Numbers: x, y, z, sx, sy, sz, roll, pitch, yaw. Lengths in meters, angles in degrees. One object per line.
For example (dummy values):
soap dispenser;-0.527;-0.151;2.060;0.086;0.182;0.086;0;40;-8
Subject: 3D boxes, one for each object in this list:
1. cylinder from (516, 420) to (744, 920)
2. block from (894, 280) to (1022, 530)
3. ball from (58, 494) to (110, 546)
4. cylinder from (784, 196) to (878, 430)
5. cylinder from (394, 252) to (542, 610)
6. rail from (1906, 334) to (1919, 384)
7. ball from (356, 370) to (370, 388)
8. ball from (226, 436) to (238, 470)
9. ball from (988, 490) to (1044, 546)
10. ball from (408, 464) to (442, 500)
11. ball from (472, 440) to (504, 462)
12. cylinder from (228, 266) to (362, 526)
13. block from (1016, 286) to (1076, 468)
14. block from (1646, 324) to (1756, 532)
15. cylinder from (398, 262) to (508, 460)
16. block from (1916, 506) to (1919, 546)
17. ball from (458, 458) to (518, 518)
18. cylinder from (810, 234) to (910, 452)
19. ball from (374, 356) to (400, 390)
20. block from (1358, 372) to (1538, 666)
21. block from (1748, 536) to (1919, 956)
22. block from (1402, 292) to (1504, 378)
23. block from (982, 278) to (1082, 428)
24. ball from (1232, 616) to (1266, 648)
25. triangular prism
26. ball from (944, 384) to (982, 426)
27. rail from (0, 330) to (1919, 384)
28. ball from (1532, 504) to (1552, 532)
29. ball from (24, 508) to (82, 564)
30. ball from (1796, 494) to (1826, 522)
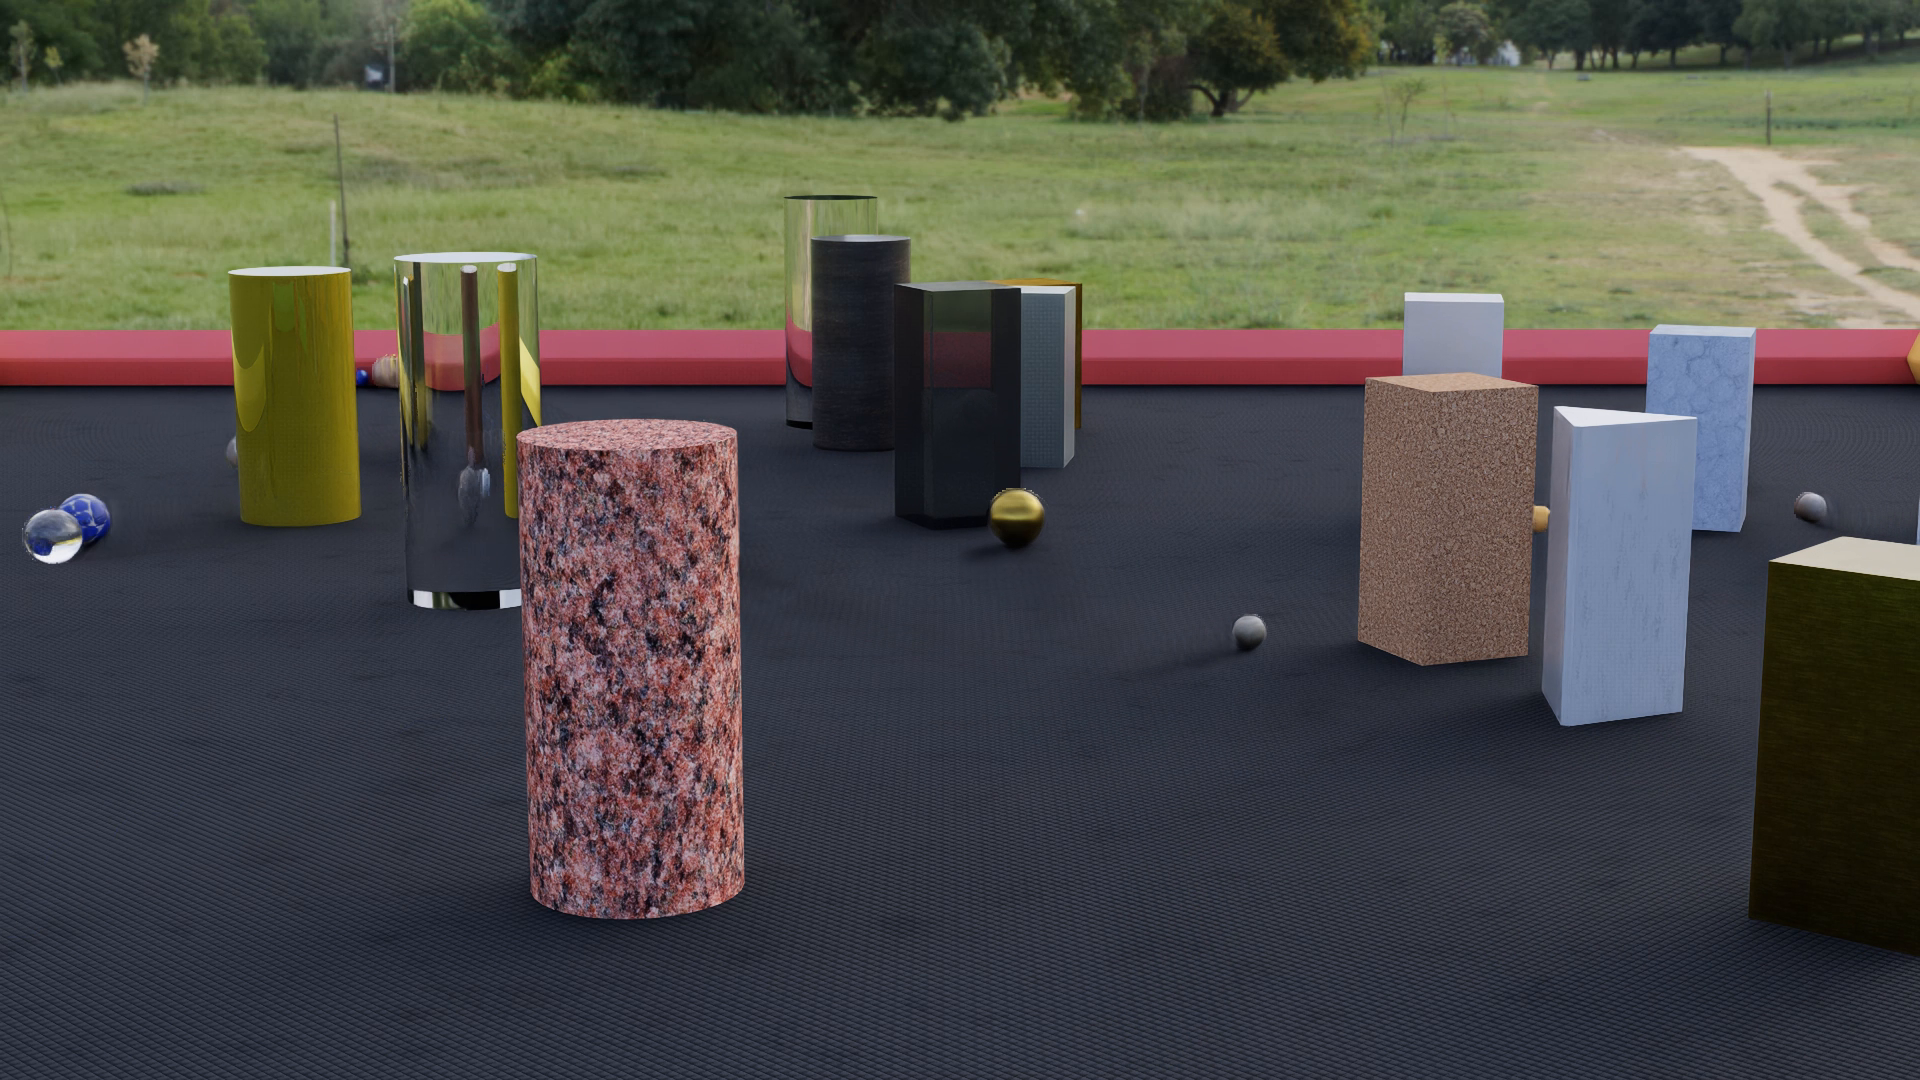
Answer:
cylinder;-0.289;0.109;2.266;0.191;0.408;0.191;0;11;0
block;-0.005;-0.218;4.109;0.153;0.377;0.153;-5;12;-24
ball;-1.337;-0.031;3.912;0.080;0.080;0.080;0;11;0
cylinder;-0.260;-0.463;5.200;0.191;0.459;0.191;0;11;0
cylinder;-0.667;-0.152;3.506;0.191;0.467;0.191;0;11;0
rail;2.189;0.030;3.462;0.045;0.124;4.918;0;11;0
ball;-1.361;-0.367;5.823;0.041;0.041;0.041;0;11;0
ball;-1.280;-0.156;4.607;0.072;0.072;0.072;0;11;0
ball;0.086;-0.034;3.912;0.086;0.086;0.086;0;11;0
ball;-0.904;-0.098;4.333;0.058;0.058;0.058;0;11;0
ball;-0.849;-0.152;4.618;0.060;0.060;0.060;0;11;0
cylinder;-1.071;-0.234;4.136;0.191;0.398;0.191;0;11;0
block;0.126;-0.303;4.725;0.153;0.317;0.153;2;11;10
block;1.180;-0.181;4.100;0.153;0.307;0.153;4;11;20
cylinder;-0.951;-0.339;4.826;0.191;0.351;0.191;0;11;0
block;1.546;-0.095;3.836;0.153;0.234;0.153;-1;11;-5
ball;-0.764;-0.083;4.152;0.095;0.095;0.095;0;11;0
cylinder;-0.189;-0.378;4.912;0.191;0.397;0.191;0;11;0
ball;-1.285;-0.377;5.791;0.073;0.073;0.073;0;11;0
block;0.607;-0.030;3.205;0.153;0.337;0.153;-4;11;-22
block;0.788;0.170;2.192;0.153;0.314;0.153;9;14;40
block;0.785;-0.210;4.112;0.153;0.358;0.153;2;11;9
block;0.141;-0.374;5.178;0.153;0.292;0.153;-5;12;-27
ball;0.364;0.116;3.229;0.042;0.042;0.042;0;11;0
triangular prism;0.718;0.023;2.921;0.165;0.336;0.143;-5;12;-24
ball;0.008;-0.272;5.197;0.084;0.084;0.084;0;11;0
rail;-0.014;-0.414;5.844;4.426;0.124;0.045;0;11;0
ball;0.907;-0.033;4.022;0.044;0.044;0.044;0;11;0
ball;-1.332;-0.005;3.771;0.081;0.081;0.081;0;11;0
ball;1.365;-0.051;4.113;0.046;0.046;0.046;0;11;0
